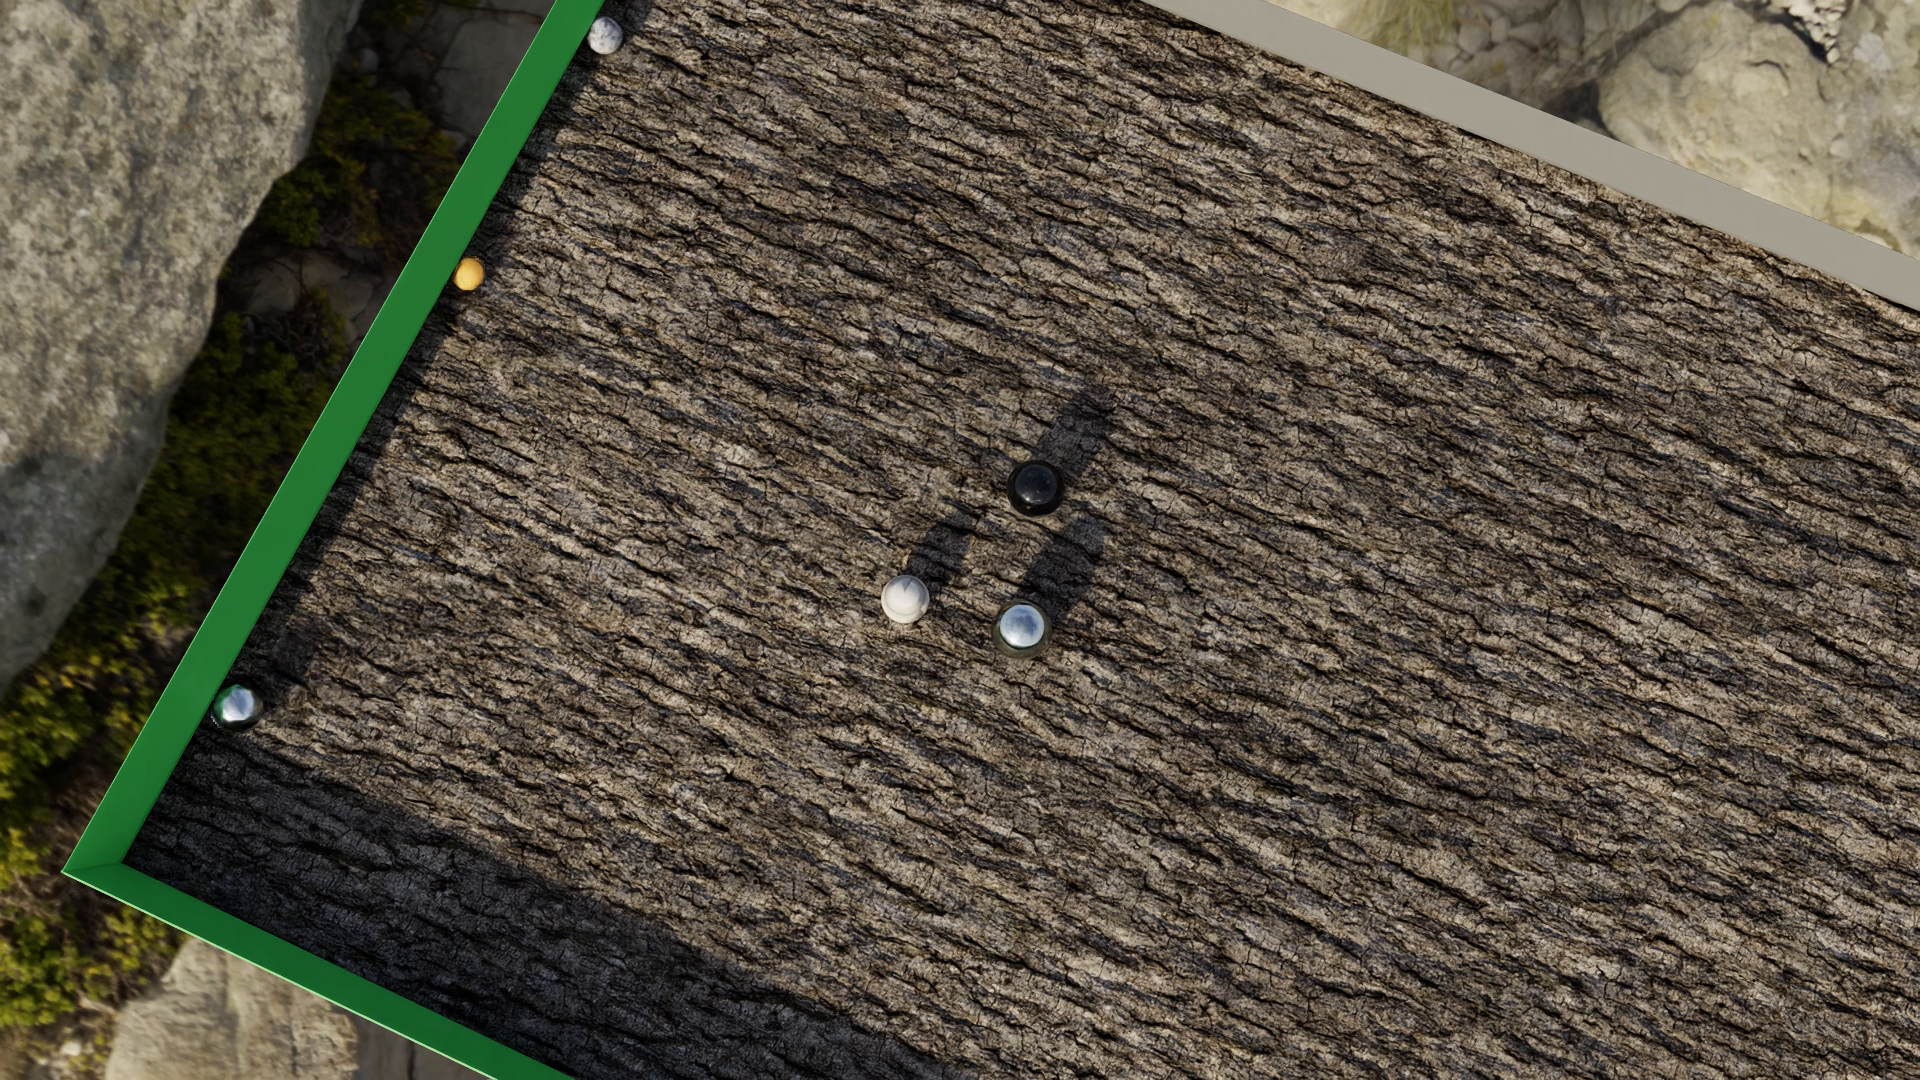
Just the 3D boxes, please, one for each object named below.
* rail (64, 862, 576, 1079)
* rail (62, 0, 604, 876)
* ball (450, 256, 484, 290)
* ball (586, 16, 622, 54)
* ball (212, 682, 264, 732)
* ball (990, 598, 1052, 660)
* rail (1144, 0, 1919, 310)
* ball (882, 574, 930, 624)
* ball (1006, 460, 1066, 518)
[{"bbox_3d":[0.466,1.227,2.981,3.822,0.122,0.045,23,75,7],"label":"rail"},{"bbox_3d":[-0.849,-0.376,3.455,0.045,0.122,2.008,23,75,7],"label":"rail"},{"bbox_3d":[-0.786,-0.425,3.506,0.053,0.053,0.053,0,74,0],"label":"ball"},{"bbox_3d":[-0.586,-0.831,3.622,0.061,0.061,0.061,0,74,0],"label":"ball"},{"bbox_3d":[-1.081,0.250,3.295,0.075,0.075,0.075,0,74,0],"label":"ball"},{"bbox_3d":[0.093,0.135,3.320,0.094,0.094,0.094,0,74,0],"label":"ball"},{"bbox_3d":[1.275,-0.485,3.487,3.822,0.122,0.045,23,75,7],"label":"rail"},{"bbox_3d":[-0.083,0.090,3.343,0.074,0.074,0.074,0,74,0],"label":"ball"},{"bbox_3d":[0.116,-0.078,3.384,0.091,0.091,0.091,0,74,0],"label":"ball"}]
